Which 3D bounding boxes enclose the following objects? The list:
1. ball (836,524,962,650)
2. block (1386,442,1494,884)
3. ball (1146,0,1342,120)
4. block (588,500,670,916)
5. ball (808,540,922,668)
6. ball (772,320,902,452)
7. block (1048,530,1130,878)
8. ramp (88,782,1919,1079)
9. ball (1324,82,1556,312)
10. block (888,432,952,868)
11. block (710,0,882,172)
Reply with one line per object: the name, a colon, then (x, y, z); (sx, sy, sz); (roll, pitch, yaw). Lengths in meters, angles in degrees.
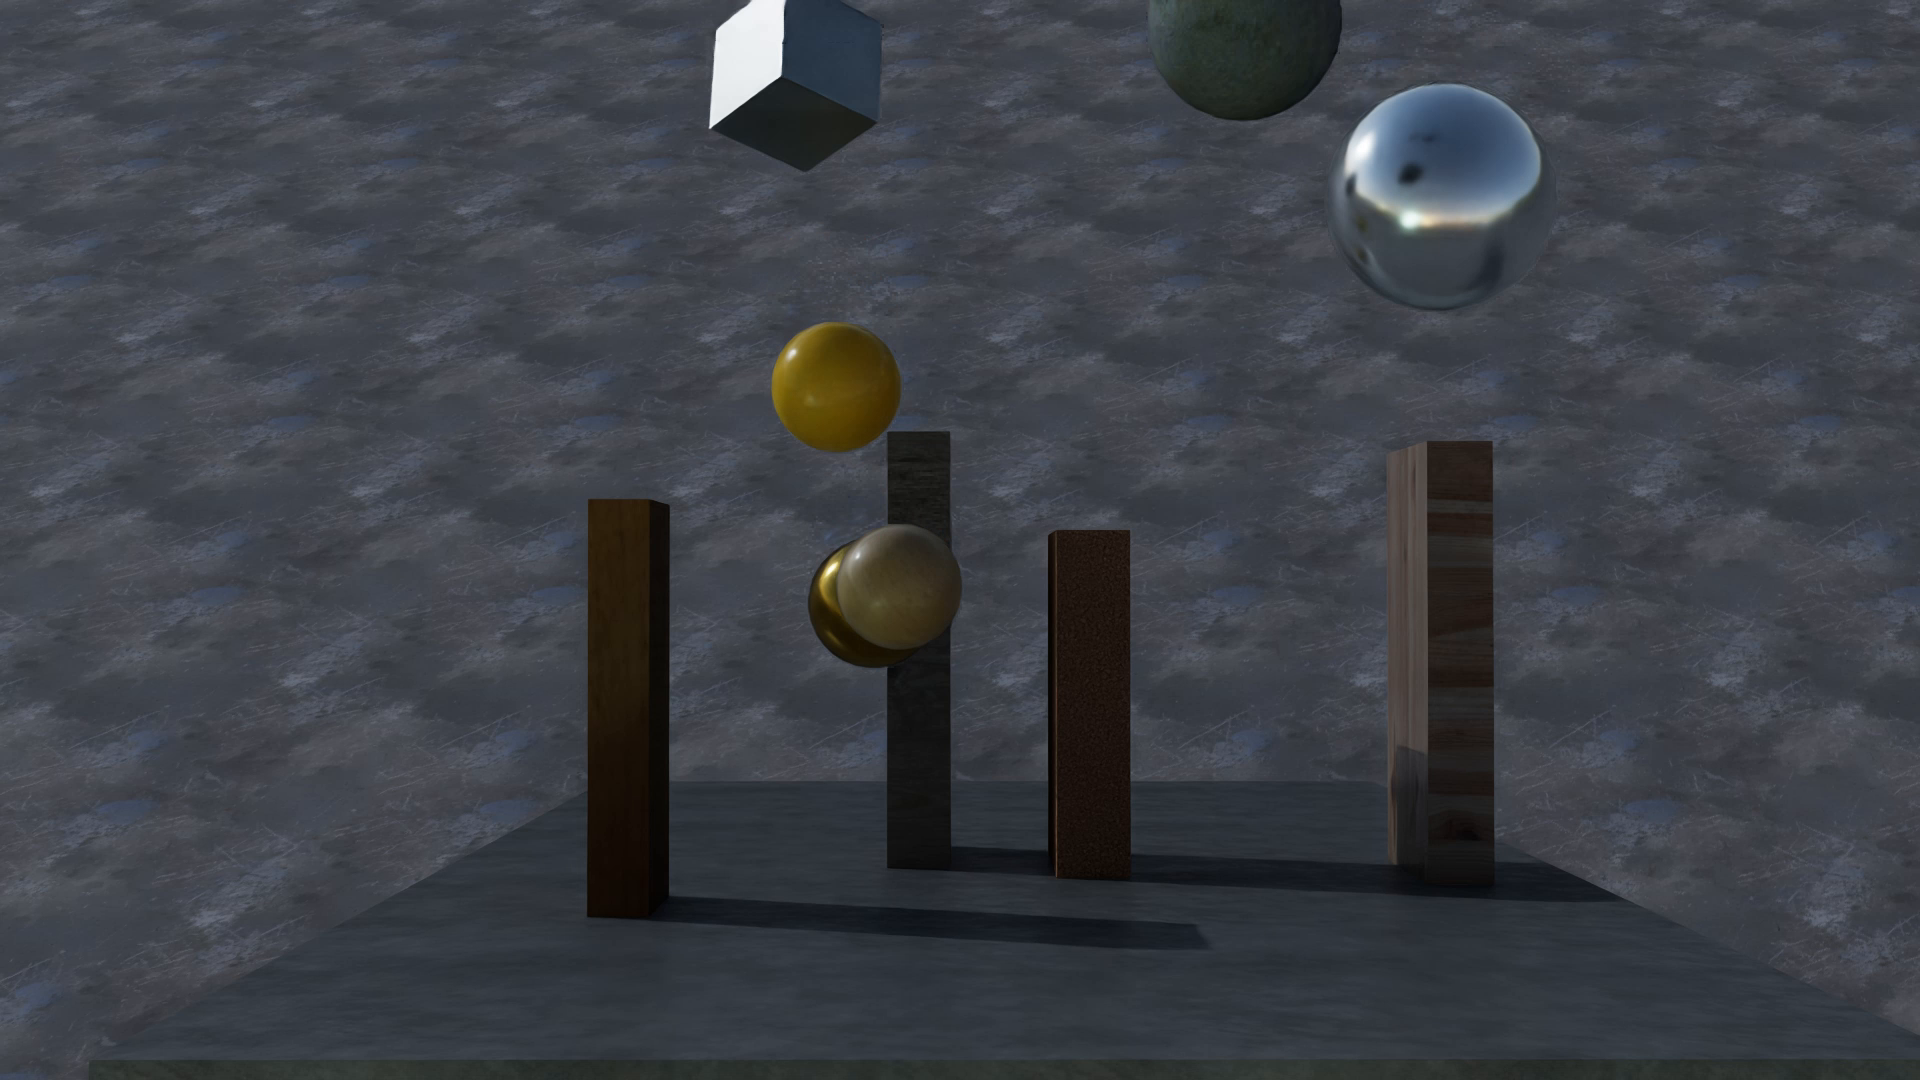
ball: (-0.060, 0.046, 2.549); (0.124, 0.124, 0.124); (0, 33, 0)
block: (0.848, 0.212, 4.601); (0.112, 0.751, 0.415); (0, -1, 0)
ball: (0.219, -0.399, 1.999); (0.150, 0.150, 0.150); (0, 33, 0)
block: (-0.522, 0.259, 4.104); (0.094, 0.638, 0.277); (0, -1, 0)
ball: (-0.089, 0.065, 2.674); (0.135, 0.135, 0.135); (0, 33, 0)
ball: (-0.111, -0.138, 2.328); (0.117, 0.117, 0.117); (0, 33, 0)
block: (0.231, 0.288, 4.710); (0.128, 0.603, 0.433); (0, -1, 0)
ramp: (0.073, 0.640, 4.756); (2.000, 0.100, 4.000); (0, -1, 0)
ball: (0.427, -0.305, 2.307); (0.203, 0.203, 0.203); (0, 33, 0)
block: (-0.074, 0.200, 4.858); (0.114, 0.784, 0.399); (0, -1, 0)
block: (-0.154, -0.437, 2.439); (0.112, 0.112, 0.112); (20, 59, -35)
